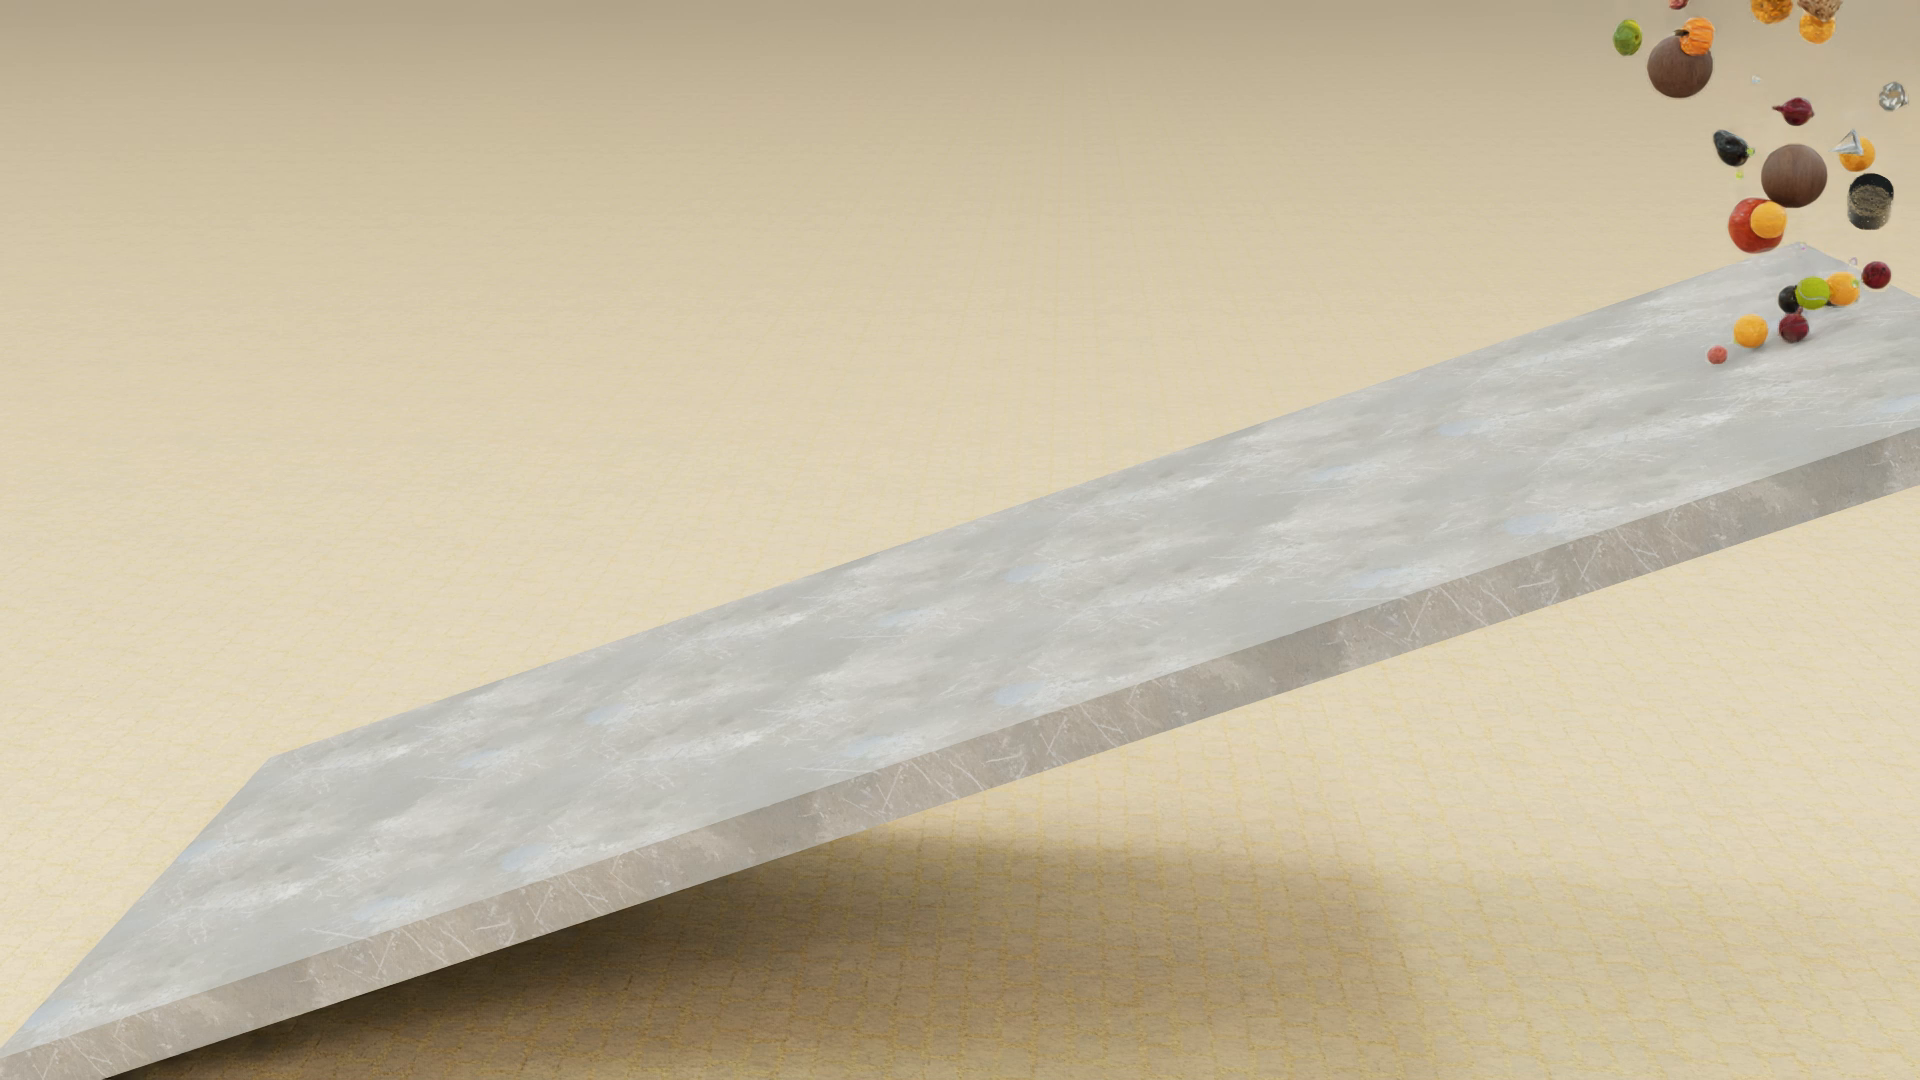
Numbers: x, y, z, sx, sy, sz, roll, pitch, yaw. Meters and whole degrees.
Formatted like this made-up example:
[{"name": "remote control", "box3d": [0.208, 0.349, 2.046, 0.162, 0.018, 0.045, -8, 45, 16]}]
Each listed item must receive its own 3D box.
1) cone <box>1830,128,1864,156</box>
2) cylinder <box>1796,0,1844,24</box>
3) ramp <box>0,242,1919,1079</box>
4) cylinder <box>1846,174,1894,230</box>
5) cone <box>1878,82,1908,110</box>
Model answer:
[{"name": "cone", "box3d": [1.733, -0.772, 5.768, 0.057, 0.057, 0.057, -17, 4, 26]}, {"name": "cylinder", "box3d": [1.725, -1.084, 5.890, 0.071, 0.071, 0.071, 34, 16, 3]}, {"name": "ramp", "box3d": [0.110, 0.179, 6.302, 4.000, 0.100, 2.000, -19, 11, 6]}, {"name": "cylinder", "box3d": [1.837, -0.682, 5.935, 0.087, 0.087, 0.087, 3, -18, 15]}, {"name": "cone", "box3d": [1.826, -0.855, 5.712, 0.057, 0.057, 0.057, 8, 5, -38]}]
